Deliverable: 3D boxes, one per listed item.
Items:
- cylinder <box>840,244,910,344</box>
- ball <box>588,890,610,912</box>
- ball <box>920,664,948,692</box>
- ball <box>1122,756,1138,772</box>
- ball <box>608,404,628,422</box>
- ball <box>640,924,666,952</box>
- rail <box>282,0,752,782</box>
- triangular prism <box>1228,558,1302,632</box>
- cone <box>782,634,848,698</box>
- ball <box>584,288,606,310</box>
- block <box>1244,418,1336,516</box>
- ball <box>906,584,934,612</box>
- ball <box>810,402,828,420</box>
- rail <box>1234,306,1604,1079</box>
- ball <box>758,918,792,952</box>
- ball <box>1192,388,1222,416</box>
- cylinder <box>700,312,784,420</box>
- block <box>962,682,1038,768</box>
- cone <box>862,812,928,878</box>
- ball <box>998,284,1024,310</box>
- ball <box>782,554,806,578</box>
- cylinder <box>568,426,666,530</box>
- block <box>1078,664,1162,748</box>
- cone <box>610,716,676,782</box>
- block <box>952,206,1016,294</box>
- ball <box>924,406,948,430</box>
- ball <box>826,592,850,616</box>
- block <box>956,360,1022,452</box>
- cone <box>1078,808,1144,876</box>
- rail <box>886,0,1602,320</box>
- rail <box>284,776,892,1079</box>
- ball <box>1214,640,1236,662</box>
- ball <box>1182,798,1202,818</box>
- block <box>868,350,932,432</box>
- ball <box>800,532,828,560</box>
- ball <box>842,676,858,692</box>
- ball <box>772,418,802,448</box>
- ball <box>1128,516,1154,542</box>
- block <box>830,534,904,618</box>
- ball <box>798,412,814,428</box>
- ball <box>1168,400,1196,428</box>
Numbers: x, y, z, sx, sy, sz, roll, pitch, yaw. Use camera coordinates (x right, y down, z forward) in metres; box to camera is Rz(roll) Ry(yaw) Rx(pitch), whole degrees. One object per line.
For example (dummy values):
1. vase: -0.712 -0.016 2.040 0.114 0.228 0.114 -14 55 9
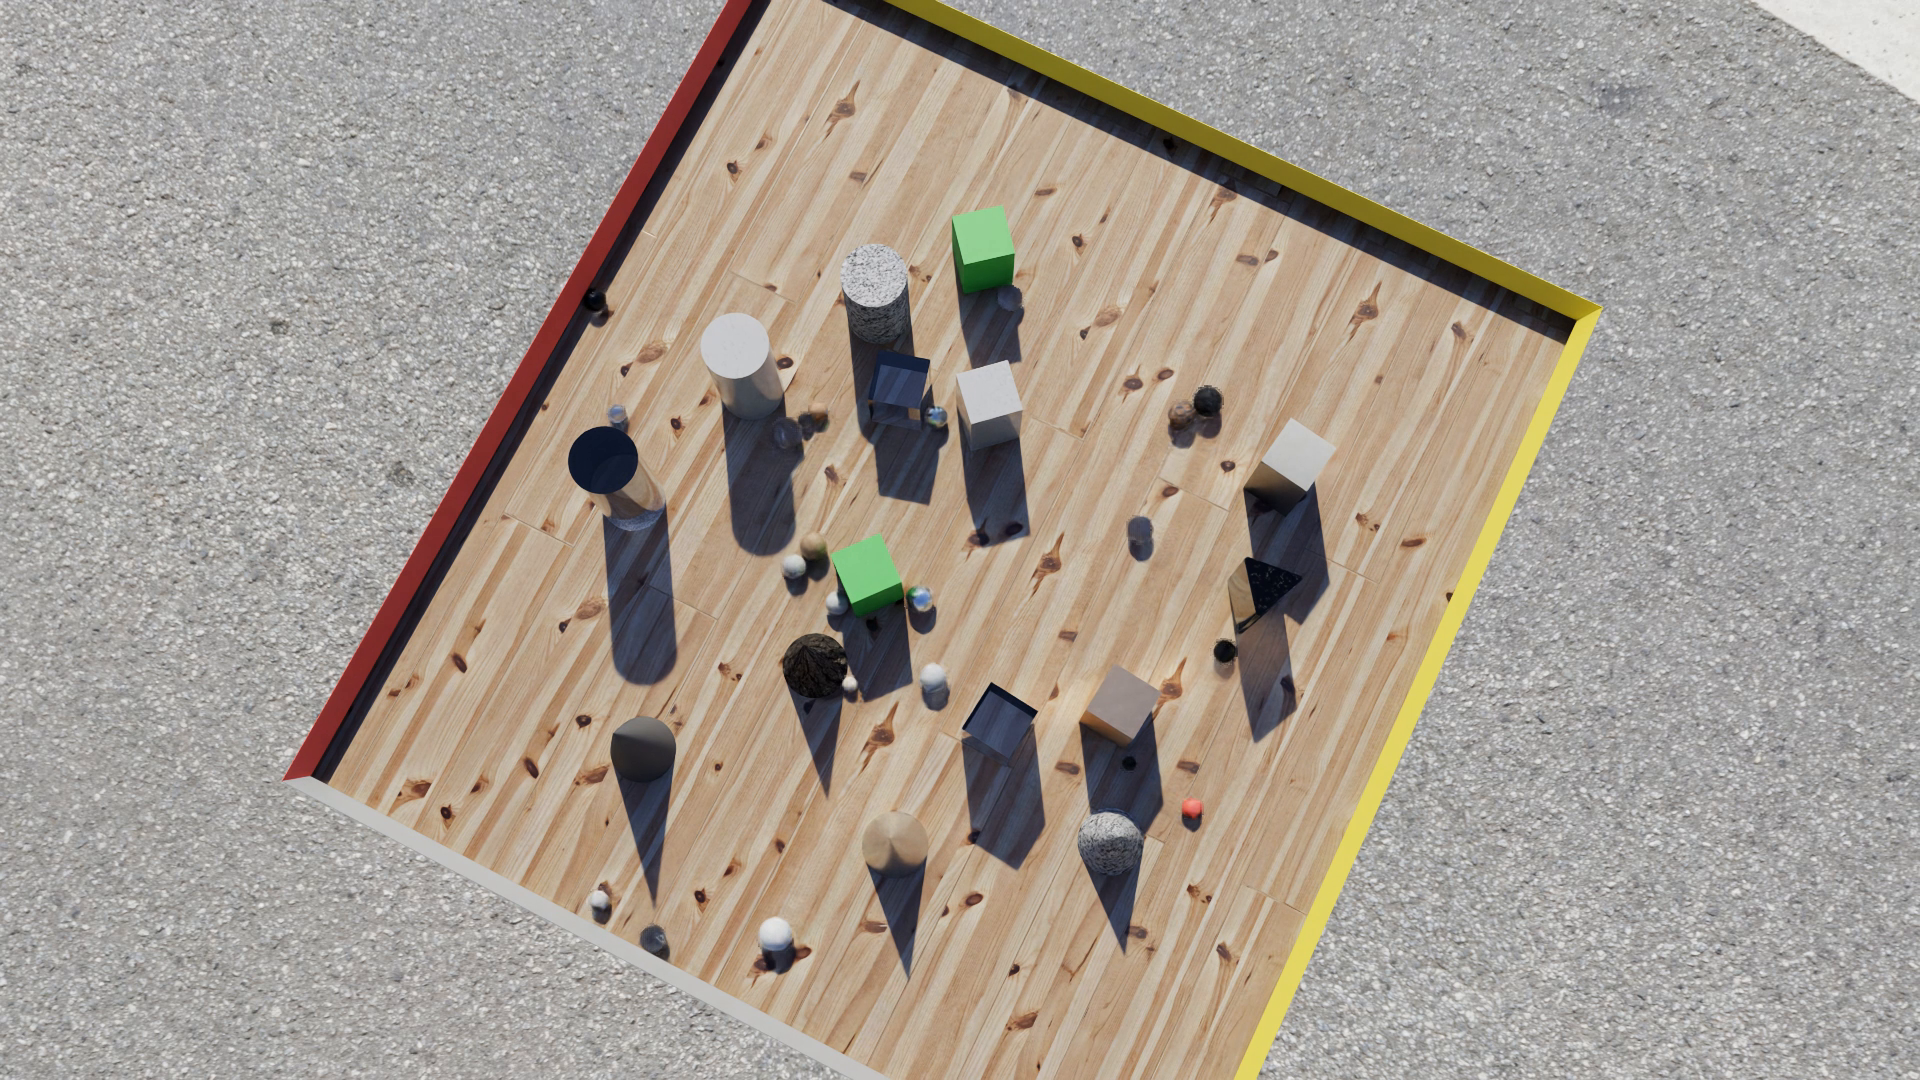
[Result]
1. cylinder: -0.255 -0.747 5.591 0.198 0.353 0.198 0 78 0
2. ball: -1.057 1.057 5.367 0.060 0.060 0.060 0 78 0
3. ball: -0.080 0.412 5.488 0.086 0.086 0.086 0 78 0
4. ball: 0.505 0.666 5.456 0.044 0.044 0.044 0 78 0
5. ball: -1.059 -0.392 5.668 0.058 0.058 0.058 0 78 0
6. ball: -0.894 1.161 5.336 0.078 0.078 0.078 0 78 0
7. rail: -1.272 -0.616 5.677 0.045 0.129 3.066 26 80 5
8. triangular prism: 0.866 0.141 5.412 0.172 0.343 0.149 -39 81 -7
9. cone: -0.438 0.337 5.330 0.198 0.424 0.198 0 78 0
10. ball: -1.143 -0.753 5.736 0.071 0.071 0.071 0 78 0
11. block: 0.983 -0.213 5.483 0.158 0.348 0.158 35 80 7
12. ball: -0.120 0.176 5.535 0.088 0.088 0.088 0 78 0
13. ball: -0.436 -0.401 5.671 0.056 0.056 0.056 0 78 0
14. rail: 1.272 0.629 5.420 0.045 0.129 3.066 26 80 5
15. ball: -0.536 1.147 5.329 0.099 0.099 0.099 0 78 0
16. ball: 0.764 -0.426 5.659 0.091 0.091 0.091 0 78 0
17. cylinder: -0.648 -0.515 5.495 0.198 0.446 0.198 0 78 0
18. block: 0.113 0.542 5.344 0.158 0.315 0.158 32 80 6
19. cone: -0.192 0.861 5.228 0.198 0.412 0.198 0 78 0
20. ball: 0.159 -0.759 5.734 0.077 0.077 0.077 0 78 0
21. ball: -0.502 0.082 5.563 0.073 0.073 0.073 0 78 0
22. cylinder: -1.005 -0.175 5.400 0.198 0.494 0.198 0 78 0
23. block: 0.466 0.489 5.359 0.158 0.306 0.158 32 80 6
24. cone: -0.949 0.577 5.247 0.198 0.490 0.198 0 78 0
25. block: 0.071 -0.895 5.666 0.158 0.266 0.158 -13 79 -3
26. ball: -0.074 -0.379 5.657 0.075 0.075 0.075 0 78 0
27. ball: -0.372 0.191 5.540 0.072 0.072 0.072 0 78 0
28. block: 0.086 -0.402 5.537 0.158 0.319 0.158 -16 79 -3
29. cone: 0.447 0.859 5.263 0.198 0.345 0.198 0 78 0
30. rail: 0.675 -1.315 5.822 2.891 0.129 0.045 26 80 5
31. rail: -0.675 1.329 5.275 2.891 0.129 0.045 26 80 5
32. ball: 0.797 0.335 5.513 0.068 0.068 0.068 0 78 0
33. ball: 0.686 0.792 5.422 0.060 0.060 0.060 0 78 0
34. block: -0.181 -0.454 5.586 0.158 0.244 0.158 11 79 2
35. ball: -0.445 0.020 5.570 0.084 0.084 0.084 0 78 0
36. ball: -0.330 0.433 5.503 0.047 0.047 0.047 0 78 0
37. ball: -0.533 -0.328 5.637 0.092 0.092 0.092 0 78 0
38. ball: 0.550 -0.034 5.582 0.081 0.081 0.081 0 78 0
39. block: -0.274 0.109 5.457 0.158 0.268 0.158 -23 79 -5
40. ball: -0.479 -0.368 5.668 0.049 0.049 0.049 0 78 0
41. ball: 0.684 -0.386 5.653 0.085 0.085 0.085 0 78 0
